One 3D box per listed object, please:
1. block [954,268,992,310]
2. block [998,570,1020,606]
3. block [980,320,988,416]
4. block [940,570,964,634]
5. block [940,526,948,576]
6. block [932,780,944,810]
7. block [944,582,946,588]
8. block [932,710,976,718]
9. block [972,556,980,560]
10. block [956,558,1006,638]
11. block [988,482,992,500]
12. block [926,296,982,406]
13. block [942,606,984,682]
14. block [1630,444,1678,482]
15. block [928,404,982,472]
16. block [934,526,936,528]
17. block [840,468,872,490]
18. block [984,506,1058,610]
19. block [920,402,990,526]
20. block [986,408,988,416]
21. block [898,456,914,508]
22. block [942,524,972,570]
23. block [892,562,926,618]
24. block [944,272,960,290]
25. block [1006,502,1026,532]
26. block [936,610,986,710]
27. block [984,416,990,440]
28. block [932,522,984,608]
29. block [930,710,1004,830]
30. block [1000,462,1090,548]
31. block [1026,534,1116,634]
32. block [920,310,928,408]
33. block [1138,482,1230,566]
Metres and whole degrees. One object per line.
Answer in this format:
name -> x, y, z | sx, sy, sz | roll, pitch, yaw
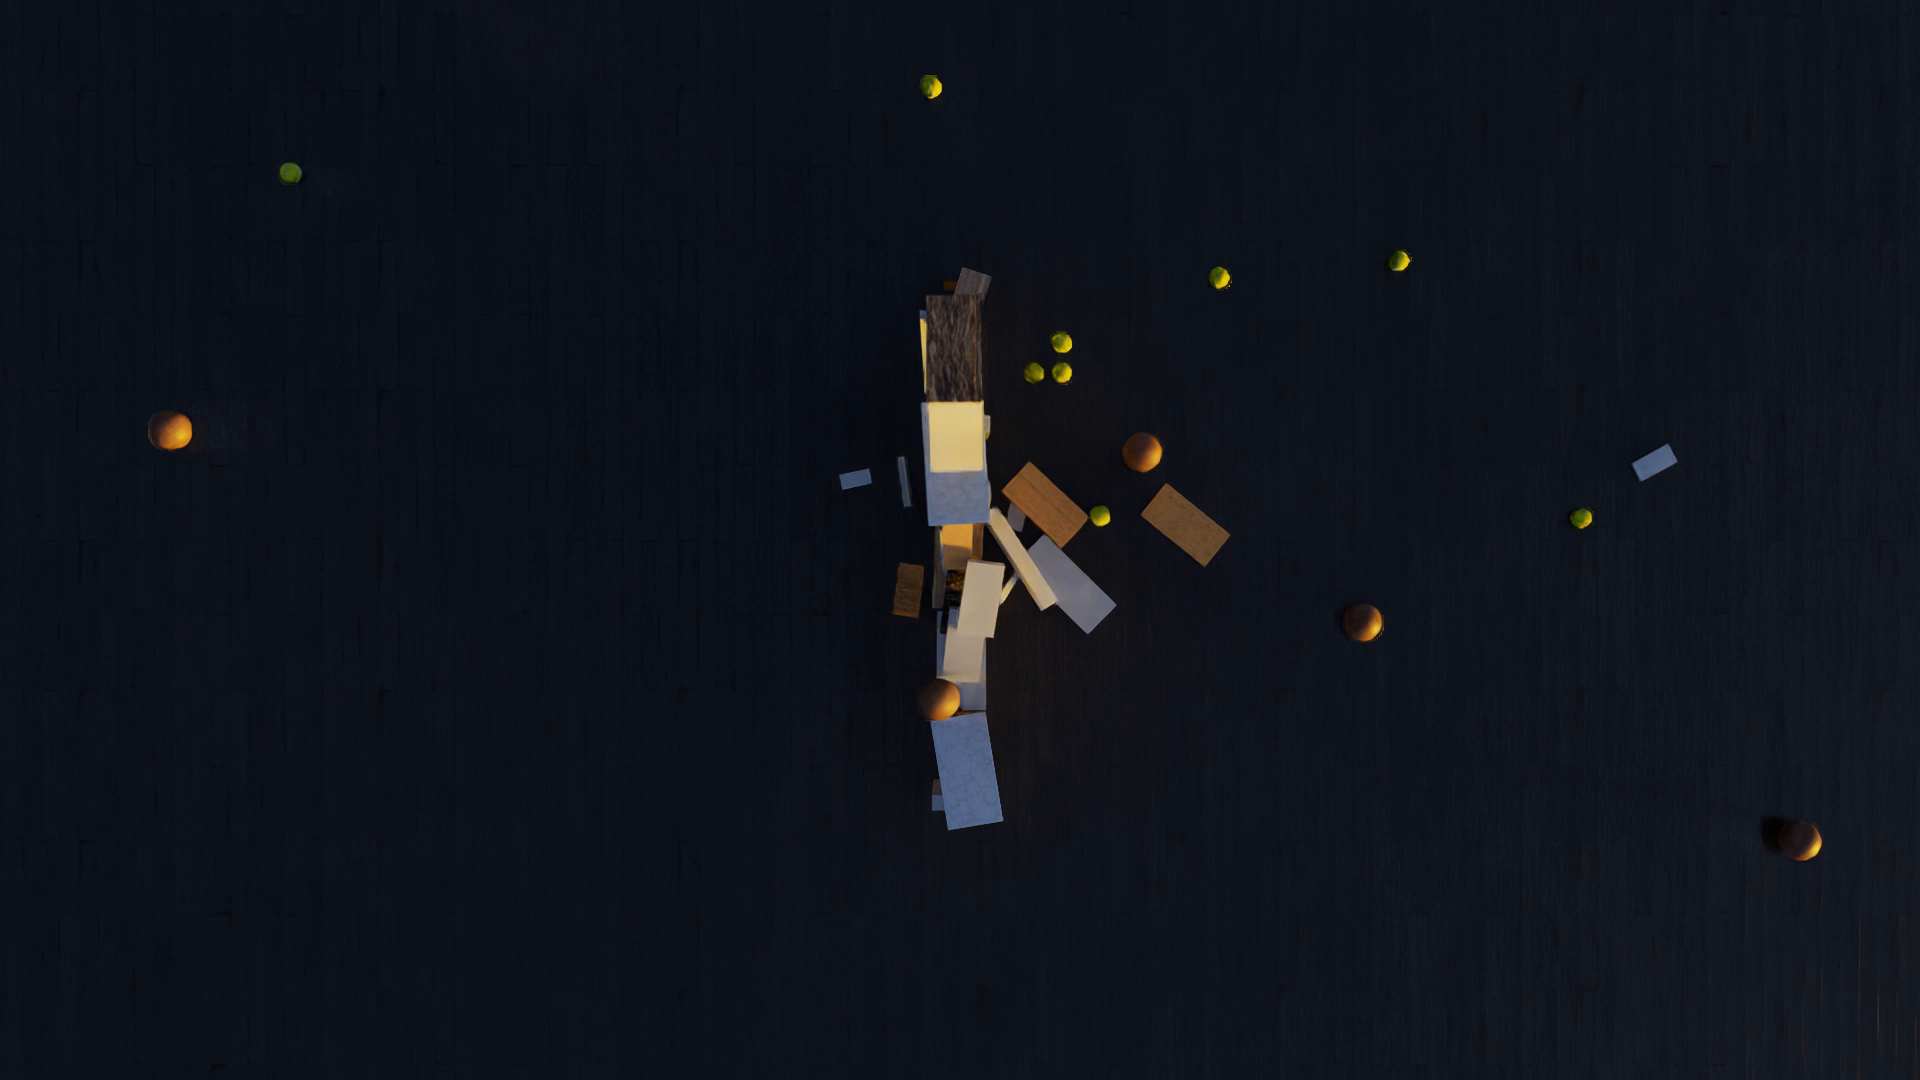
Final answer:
block -> 0.025, -0.765, 5.290 | 0.098, 0.028, 0.196 | 18, 90, 0
block -> 0.144, 0.164, 5.418 | 0.023, 0.082, 0.165 | 39, 55, -7
block -> 0.001, -0.513, 5.140 | 0.168, 0.048, 0.337 | 1, 90, 0
block -> 0.009, 0.183, 5.097 | 0.115, 0.033, 0.230 | 6, 107, -4
block -> -0.015, 0.030, 5.089 | 0.089, 0.025, 0.177 | -3, 129, 0
block -> -0.002, 0.822, 5.328 | 0.172, 0.345, 0.049 | 0, 90, 0
block -> -0.012, 0.189, 5.125 | 0.060, 0.017, 0.120 | -7, 106, 0
block -> -0.002, 0.592, 5.328 | 0.172, 0.345, 0.049 | 0, 90, 0
block -> 0.011, 0.099, 5.109 | 0.060, 0.017, 0.124 | 20, 121, -13
block -> 0.062, 0.178, 5.030 | 0.115, 0.033, 0.230 | 7, 105, -6
block -> 0.000, -0.124, 4.960 | 0.177, 0.393, 0.050 | -3, 85, 0
block -> -0.017, -0.514, 4.468 | 0.147, 0.042, 0.294 | 0, 82, 0
block -> 0.013, 0.322, 5.101 | 0.115, 0.033, 0.230 | 5, 105, -4
block -> 2.309, -0.257, 5.490 | 0.136, 0.019, 0.068 | -28, 90, 0
block -> -0.011, -0.313, 4.592 | 0.147, 0.042, 0.294 | -1, 135, 0
block -> -0.004, -0.034, 5.348 | 0.152, 0.303, 0.043 | -1, 90, 0
block -> -0.347, -0.203, 5.493 | 0.101, 0.014, 0.050 | -12, 90, 0
block -> 0.194, 0.058, 5.433 | 0.068, 0.019, 0.376 | -28, 83, -37
block -> -0.013, -0.222, 4.736 | 0.177, 0.050, 0.355 | -3, 90, 0
block -> 0.001, -0.400, 5.332 | 0.168, 0.337, 0.048 | 2, 90, 0
block -> -0.181, -0.191, 5.458 | 0.023, 0.082, 0.165 | -7, 90, 5
block -> -0.008, 0.004, 5.000 | 0.089, 0.025, 0.177 | -2, 114, -1
block -> -0.159, 0.157, 5.189 | 0.082, 0.023, 0.165 | 8, 93, 10
block -> -0.005, -0.847, 5.402 | 0.098, 0.196, 0.028 | 0, 90, 0
block -> 0.190, -0.091, 5.492 | 0.060, 0.017, 0.120 | 14, 90, 0
block -> 0.005, 0.376, 5.171 | 0.153, 0.043, 0.307 | 0, 90, 0
block -> -0.002, -0.338, 4.938 | 0.177, 0.355, 0.050 | 1, 91, 0
block -> -0.006, 0.065, 5.175 | 0.152, 0.043, 0.303 | 2, 90, 0
block -> 0.021, 0.714, 5.131 | 0.172, 0.049, 0.345 | -9, 90, 0
block -> 0.281, -0.117, 5.467 | 0.275, 0.039, 0.138 | 43, 84, -3
block -> 0.351, 0.146, 5.480 | 0.337, 0.039, 0.138 | 44, 90, 0
block -> -0.031, -0.509, 4.613 | 0.147, 0.042, 0.294 | -4, 129, -1
block -> 0.747, -0.050, 5.480 | 0.275, 0.039, 0.138 | 39, 90, 0
